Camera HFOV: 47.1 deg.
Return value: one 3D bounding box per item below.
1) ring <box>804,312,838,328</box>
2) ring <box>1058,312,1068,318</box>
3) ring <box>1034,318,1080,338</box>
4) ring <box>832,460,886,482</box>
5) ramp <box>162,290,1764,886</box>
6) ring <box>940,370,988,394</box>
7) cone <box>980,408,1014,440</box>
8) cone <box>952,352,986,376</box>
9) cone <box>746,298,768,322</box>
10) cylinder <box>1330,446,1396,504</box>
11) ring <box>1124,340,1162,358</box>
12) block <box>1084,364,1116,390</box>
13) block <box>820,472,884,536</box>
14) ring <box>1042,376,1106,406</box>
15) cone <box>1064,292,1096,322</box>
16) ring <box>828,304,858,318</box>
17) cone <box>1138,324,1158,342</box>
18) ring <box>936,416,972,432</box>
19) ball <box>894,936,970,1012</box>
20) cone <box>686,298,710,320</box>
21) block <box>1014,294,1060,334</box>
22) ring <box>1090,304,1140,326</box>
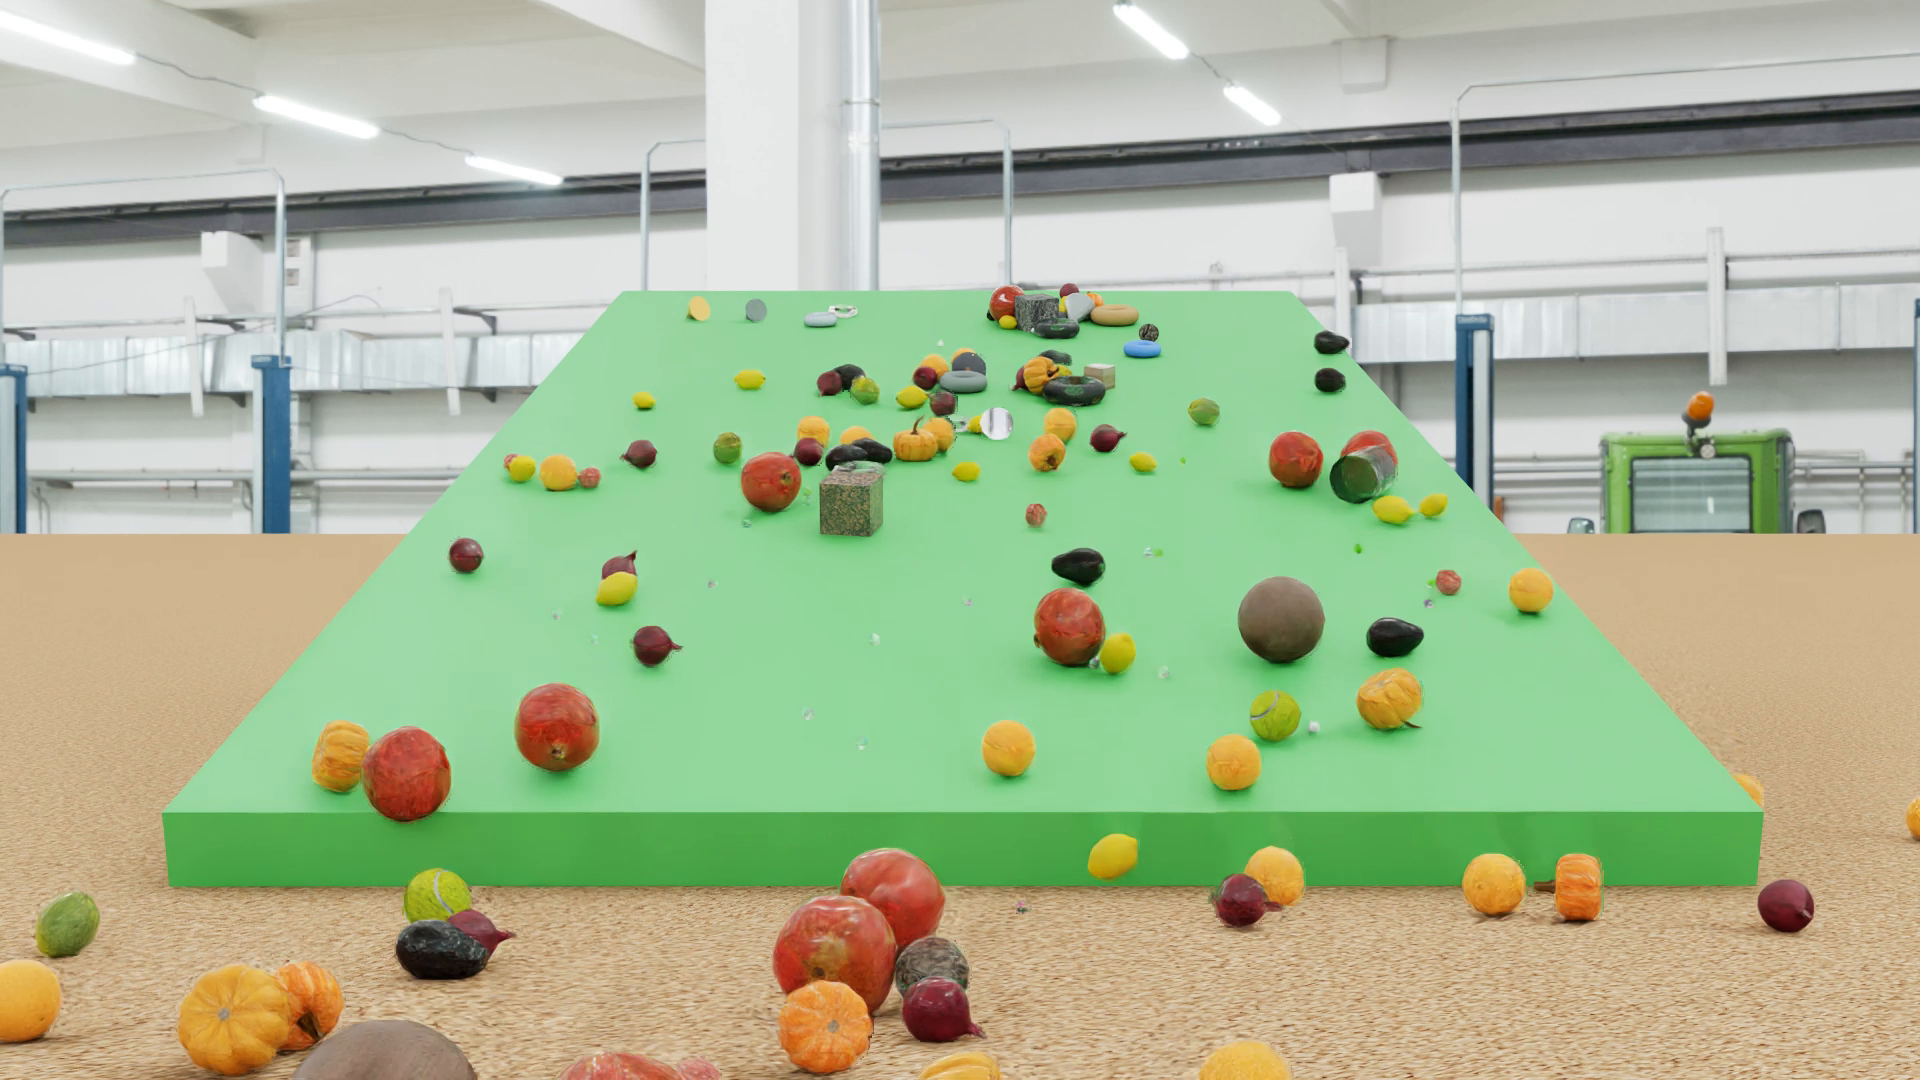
[{"bbox_3d":[-0.382,-0.604,6.034,0.094,0.031,0.094,-1,16,0],"label":"ring"},{"bbox_3d":[0.260,-0.617,6.095,0.077,0.026,0.077,1,15,0],"label":"ring"},{"bbox_3d":[0.259,-0.564,5.879,0.123,0.041,0.123,0,17,0],"label":"ring"},{"bbox_3d":[-0.199,-0.131,4.351,0.108,0.036,0.108,1,15,0],"label":"ring"},{"bbox_3d":[-0.002,-0.155,4.688,2.000,0.100,4.000,0,16,0],"label":"ramp"},{"bbox_3d":[0.007,-0.373,5.204,0.114,0.038,0.114,1,17,0],"label":"ring"},{"bbox_3d":[0.076,-0.243,4.754,0.072,0.072,0.072,0,-11,-6],"label":"cone"},{"bbox_3d":[0.019,-0.402,5.309,0.083,0.083,0.083,0,-11,-1],"label":"cone"},{"bbox_3d":[-0.579,-0.627,6.116,0.067,0.067,0.067,0,-13,-30],"label":"cone"},{"bbox_3d":[0.773,-0.126,4.224,0.096,0.096,0.096,0,13,33],"label":"cylinder"},{"bbox_3d":[0.465,-0.487,5.623,0.097,0.032,0.097,1,17,0],"label":"ring"},{"bbox_3d":[0.330,-0.385,5.220,0.054,0.054,0.054,12,19,35],"label":"block"},{"bbox_3d":[-0.198,-0.066,4.013,0.094,0.094,0.094,3,16,12],"label":"block"},{"bbox_3d":[0.263,-0.344,5.085,0.147,0.049,0.147,-1,17,0],"label":"ring"},{"bbox_3d":[0.318,-0.619,6.072,0.090,0.090,0.090,0,41,25],"label":"cone"},{"bbox_3d":[-0.328,-0.642,6.176,0.083,0.028,0.083,1,16,0],"label":"ring"},{"bbox_3d":[0.497,-0.538,5.817,0.053,0.053,0.053,0,-11,1],"label":"cone"},{"bbox_3d":[-0.011,-0.254,4.805,0.080,0.027,0.080,1,15,0],"label":"ring"},{"bbox_3d":[-0.026,0.405,2.056,0.070,0.070,0.070,0,0,0],"label":"ball"},{"bbox_3d":[-0.742,-0.631,6.129,0.070,0.070,0.070,0,-15,-42],"label":"cone"},{"bbox_3d":[0.208,-0.615,5.969,0.088,0.088,0.088,-8,18,-27],"label":"block"},{"bbox_3d":[0.426,-0.618,6.065,0.134,0.045,0.134,-1,17,0],"label":"ring"}]
